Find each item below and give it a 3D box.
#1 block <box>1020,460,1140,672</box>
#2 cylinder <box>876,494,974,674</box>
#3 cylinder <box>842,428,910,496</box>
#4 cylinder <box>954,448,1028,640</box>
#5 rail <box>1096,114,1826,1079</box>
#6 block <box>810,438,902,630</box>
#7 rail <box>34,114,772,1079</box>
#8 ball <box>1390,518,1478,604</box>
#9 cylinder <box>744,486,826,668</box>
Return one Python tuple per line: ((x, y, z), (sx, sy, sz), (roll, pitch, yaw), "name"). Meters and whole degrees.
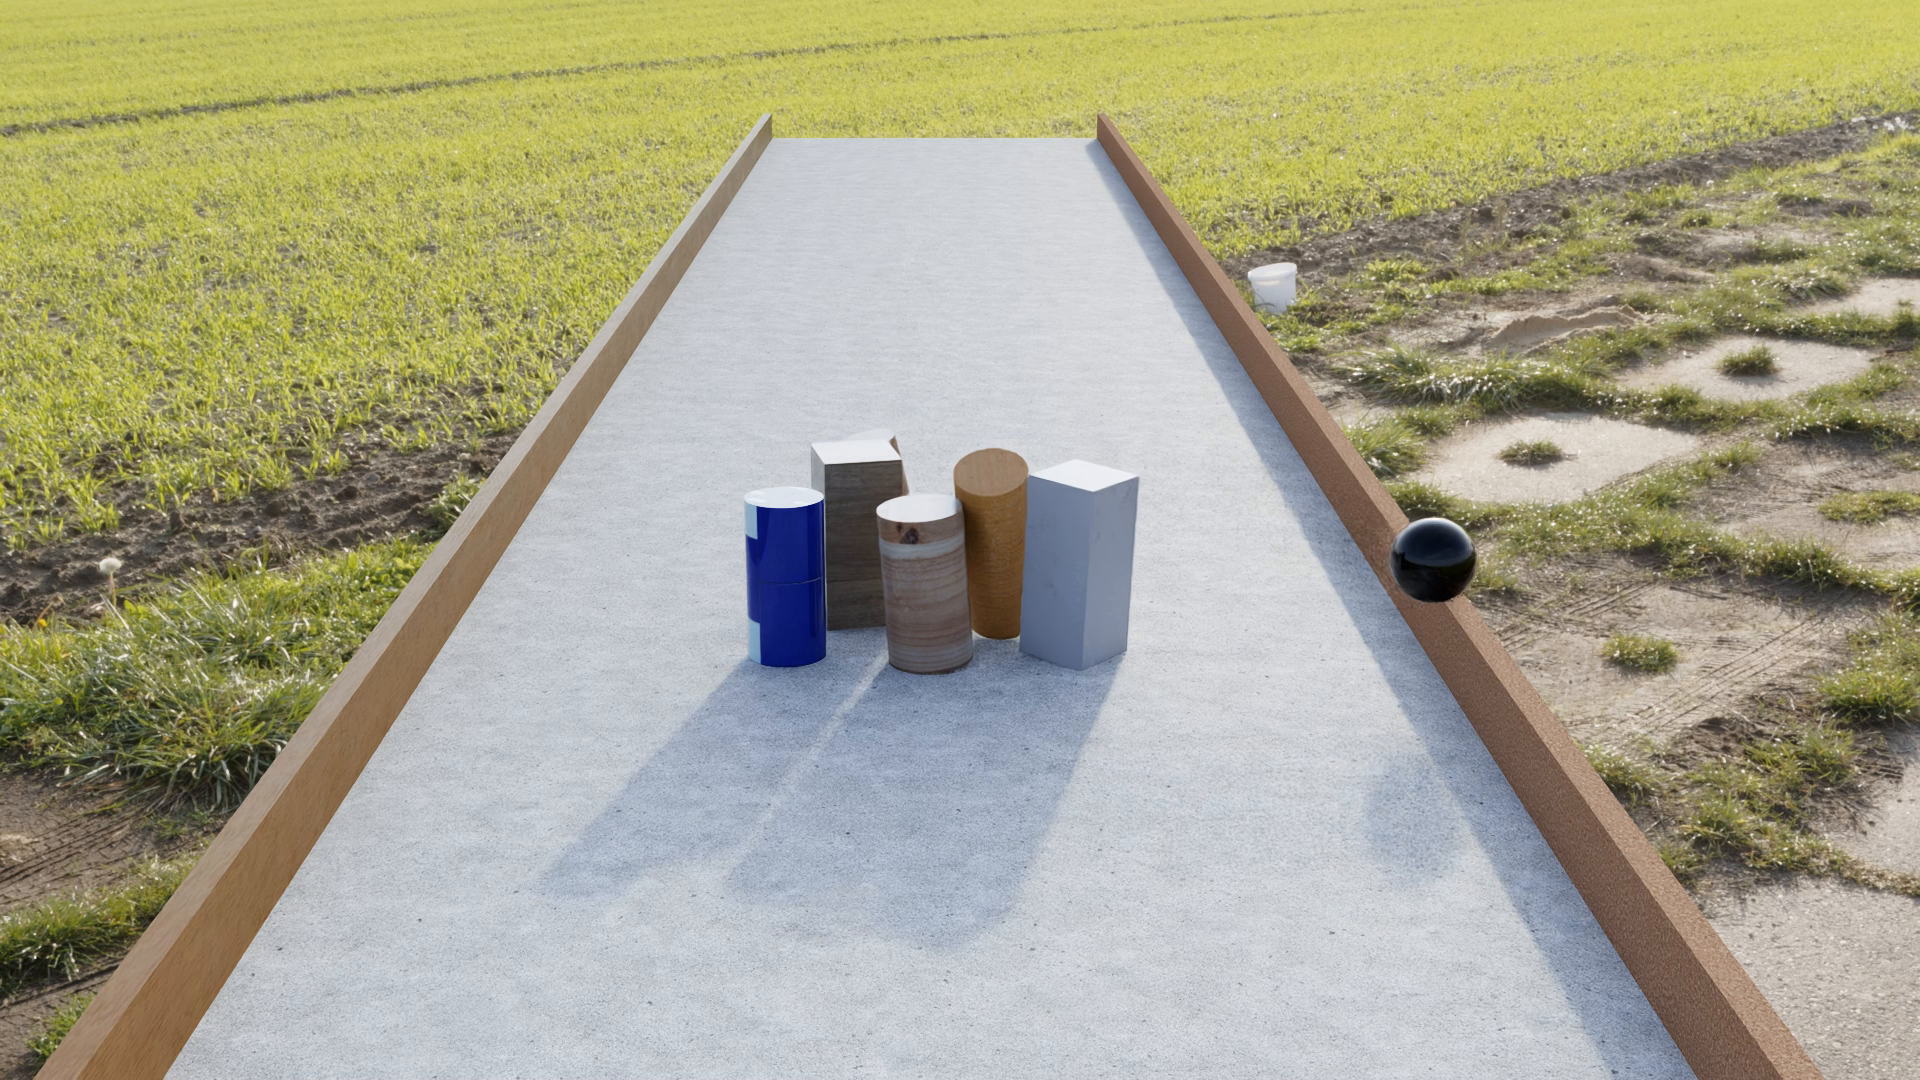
((0.237, 0.048, 4.397), (0.157, 0.373, 0.157), (17, 23, 36), "block")
((-0.068, 0.086, 4.357), (0.171, 0.318, 0.171), (-4, 20, 1), "cylinder")
((-0.163, -0.058, 4.781), (0.129, 0.345, 0.129), (-12, 20, 5), "cylinder")
((0.075, 0.011, 4.463), (0.149, 0.387, 0.149), (-3, 41, 3), "cylinder")
((0.932, -0.844, 7.801), (0.050, 0.150, 12.000), (0, 17, -1), "rail")
((-0.218, -0.012, 4.625), (0.162, 0.362, 0.162), (-4, 19, -13), "block")
((-1.118, -0.838, 7.780), (0.050, 0.150, 12.000), (0, 17, -1), "rail")
((0.923, 0.039, 4.292), (0.168, 0.168, 0.168), (0, 17, 0), "ball")
((-0.349, 0.073, 4.403), (0.158, 0.329, 0.158), (0, 17, 0), "cylinder")
